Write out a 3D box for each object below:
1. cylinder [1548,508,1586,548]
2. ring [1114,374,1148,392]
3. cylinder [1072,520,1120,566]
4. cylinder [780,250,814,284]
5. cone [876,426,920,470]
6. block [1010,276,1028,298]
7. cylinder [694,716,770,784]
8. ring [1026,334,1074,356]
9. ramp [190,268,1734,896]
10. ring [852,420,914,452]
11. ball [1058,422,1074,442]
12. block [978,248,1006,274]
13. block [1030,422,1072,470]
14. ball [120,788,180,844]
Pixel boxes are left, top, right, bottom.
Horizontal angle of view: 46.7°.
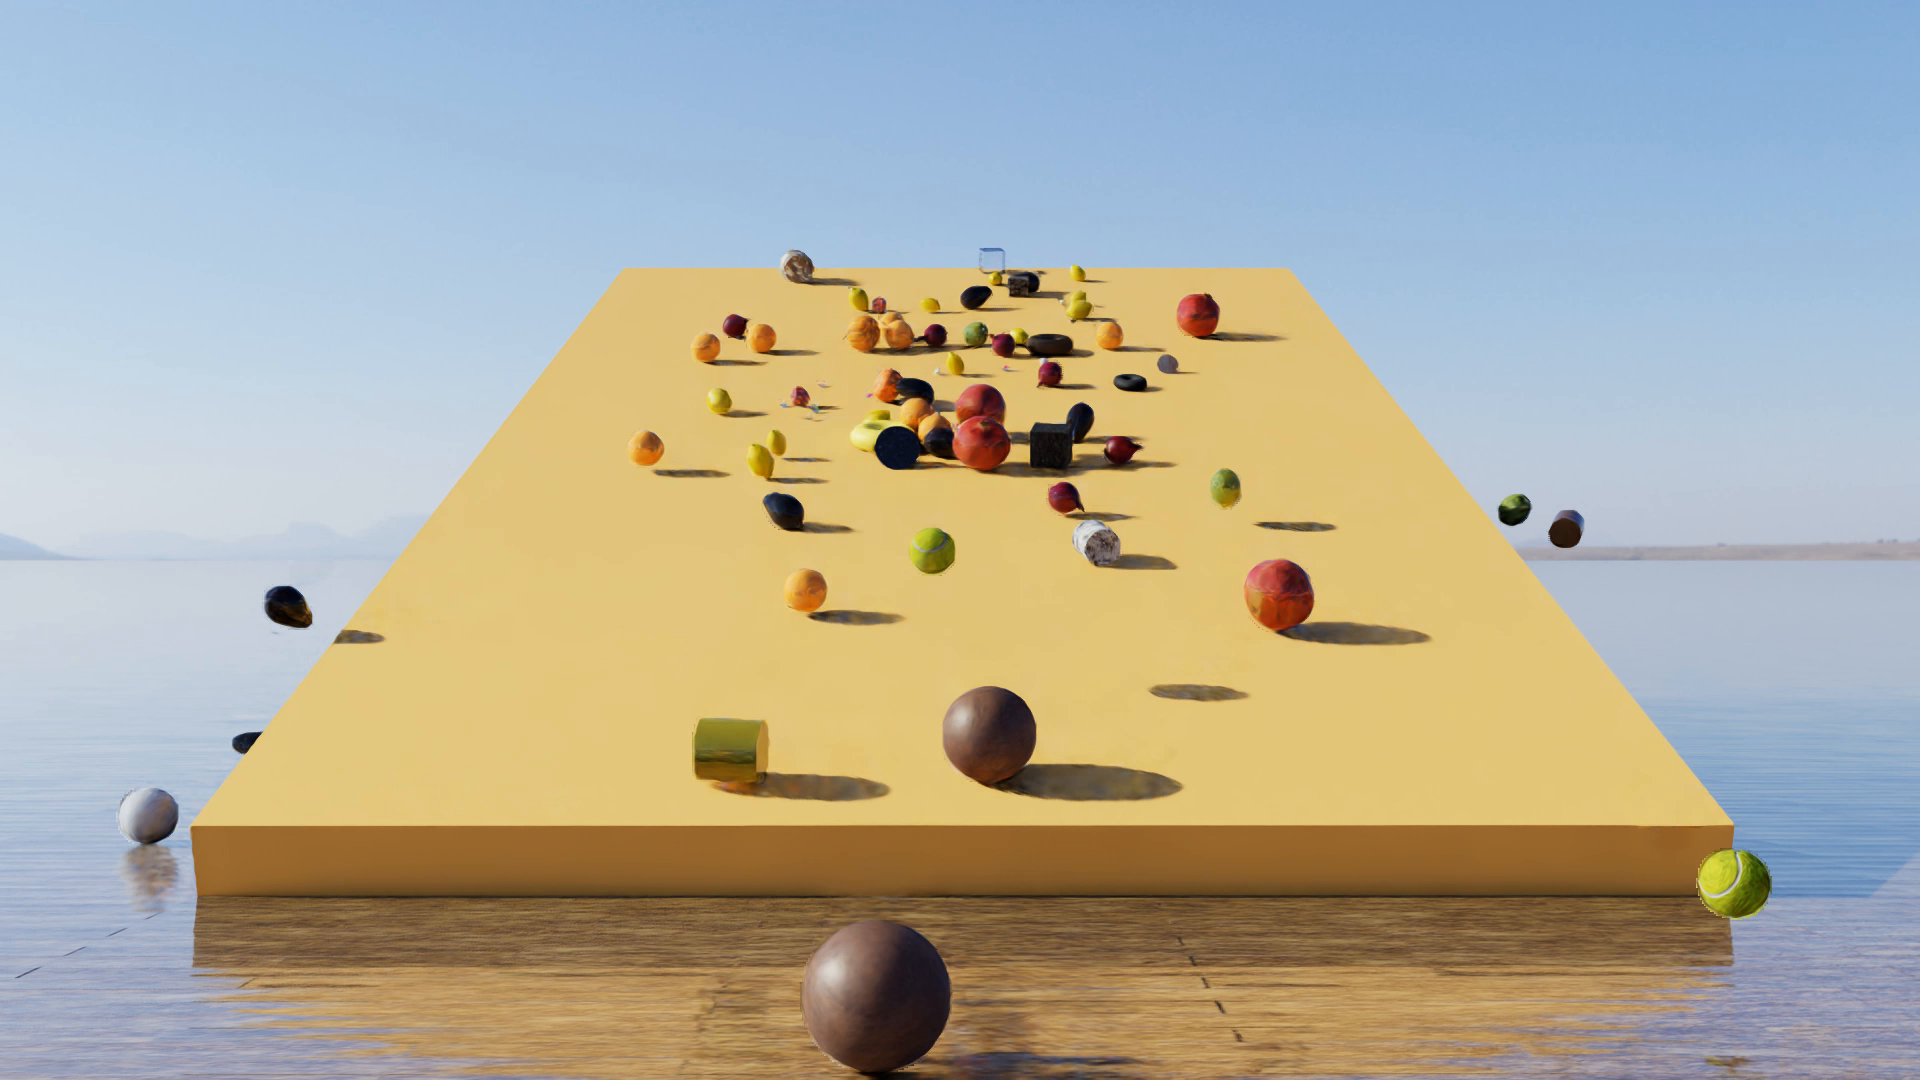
[{"bbox_3d":[1.186,-0.022,4.349,0.062,0.062,0.062,0,20,24],"label":"cylinder"},{"bbox_3d":[0.398,-0.368,5.208,0.080,0.027,0.080,2,20,-1],"label":"ring"},{"bbox_3d":[0.241,0.005,3.942,0.067,0.067,0.067,0,17,-18],"label":"cylinder"},{"bbox_3d":[-0.475,-0.795,6.479,0.085,0.085,0.085,0,17,-15],"label":"cylinder"},{"bbox_3d":[-0.133,-0.180,4.576,0.092,0.092,0.092,0,-9,-8],"label":"cone"},{"bbox_3d":[0.166,-0.712,6.268,0.053,0.053,0.053,1,17,3],"label":"block"},{"bbox_3d":[-0.307,0.283,2.996,0.085,0.085,0.085,2,0,7],"label":"cylinder"},{"bbox_3d":[0.223,-0.489,5.573,0.120,0.040,0.120,1,16,0],"label":"ring"},{"bbox_3d":[-0.003,-0.177,4.806,2.000,0.100,4.000,0,17,0],"label":"ramp"},{"bbox_3d":[-0.162,-0.218,4.694,0.137,0.046,0.137,1,16,0],"label":"ring"},{"bbox_3d":[0.211,-0.217,4.617,0.054,0.054,0.054,0,0,0],"label":"ball"},{"bbox_3d":[0.095,-0.831,6.624,0.067,0.067,0.067,-4,18,-12],"label":"block"},{"bbox_3d":[0.186,-0.193,4.560,0.076,0.076,0.076,3,18,10],"label":"block"},{"bbox_3d":[-1.249,0.425,3.430,0.087,0.087,0.087,0,0,0],"label":"ball"}]
